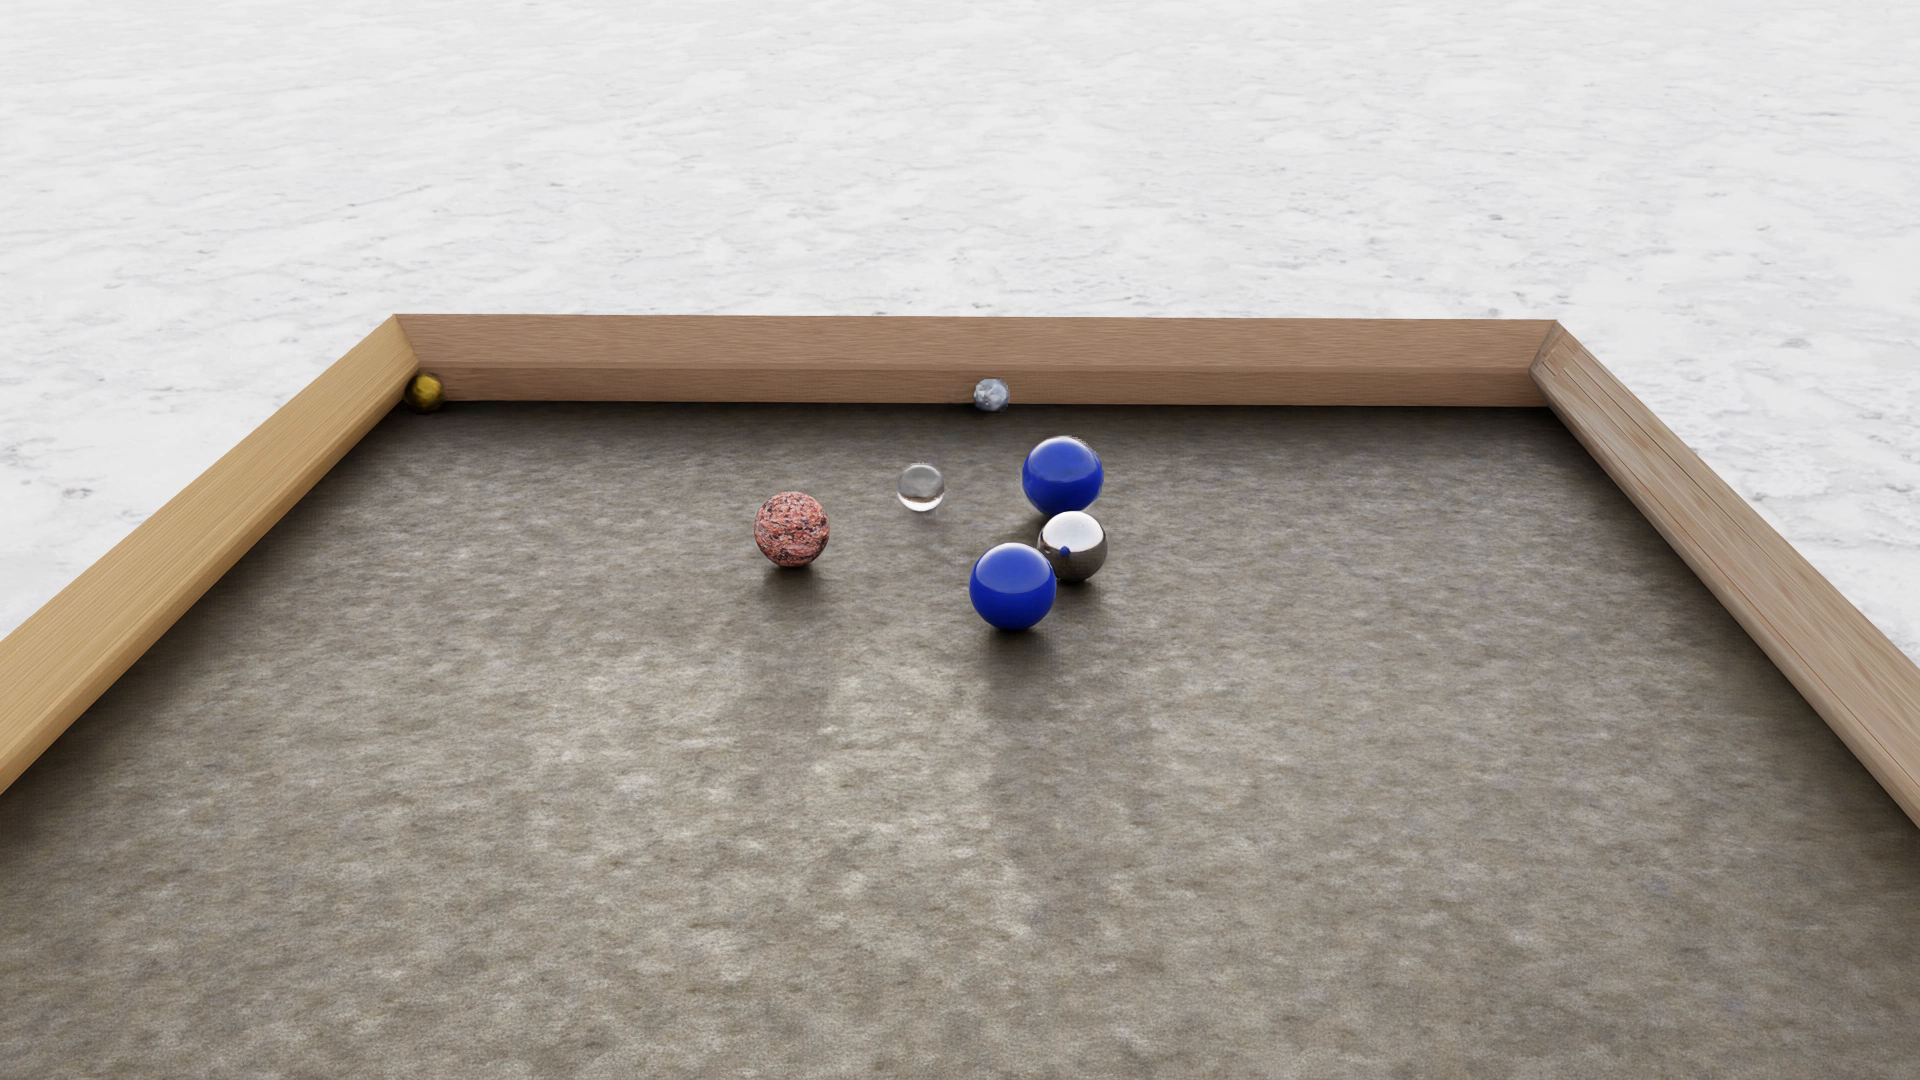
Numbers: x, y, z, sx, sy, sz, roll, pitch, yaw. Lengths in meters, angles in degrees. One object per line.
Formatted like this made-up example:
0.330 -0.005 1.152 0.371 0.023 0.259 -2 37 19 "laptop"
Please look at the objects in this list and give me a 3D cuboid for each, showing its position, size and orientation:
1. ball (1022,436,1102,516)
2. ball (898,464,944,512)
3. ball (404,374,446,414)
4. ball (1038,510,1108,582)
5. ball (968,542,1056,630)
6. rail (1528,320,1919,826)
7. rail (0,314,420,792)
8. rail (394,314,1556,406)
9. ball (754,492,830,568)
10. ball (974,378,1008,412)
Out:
0.125 -0.078 2.722 0.099 0.099 0.099 0 19 0 "ball"
-0.049 -0.066 2.747 0.059 0.059 0.059 0 19 0 "ball"
-0.775 -0.212 3.184 0.057 0.057 0.057 0 19 0 "ball"
0.128 0.007 2.498 0.081 0.081 0.081 0 19 0 "ball"
0.056 0.050 2.351 0.094 0.094 0.094 0 19 0 "ball"
0.807 0.221 1.787 0.045 0.129 2.998 0 19 1 "rail"
-0.842 0.209 1.822 0.045 0.129 2.998 0 19 1 "rail"
0.016 -0.257 3.202 1.697 0.129 0.045 0 19 1 "rail"
-0.195 -0.013 2.546 0.088 0.088 0.088 0 19 0 "ball"
0.044 -0.209 3.188 0.050 0.050 0.050 0 19 0 "ball"
